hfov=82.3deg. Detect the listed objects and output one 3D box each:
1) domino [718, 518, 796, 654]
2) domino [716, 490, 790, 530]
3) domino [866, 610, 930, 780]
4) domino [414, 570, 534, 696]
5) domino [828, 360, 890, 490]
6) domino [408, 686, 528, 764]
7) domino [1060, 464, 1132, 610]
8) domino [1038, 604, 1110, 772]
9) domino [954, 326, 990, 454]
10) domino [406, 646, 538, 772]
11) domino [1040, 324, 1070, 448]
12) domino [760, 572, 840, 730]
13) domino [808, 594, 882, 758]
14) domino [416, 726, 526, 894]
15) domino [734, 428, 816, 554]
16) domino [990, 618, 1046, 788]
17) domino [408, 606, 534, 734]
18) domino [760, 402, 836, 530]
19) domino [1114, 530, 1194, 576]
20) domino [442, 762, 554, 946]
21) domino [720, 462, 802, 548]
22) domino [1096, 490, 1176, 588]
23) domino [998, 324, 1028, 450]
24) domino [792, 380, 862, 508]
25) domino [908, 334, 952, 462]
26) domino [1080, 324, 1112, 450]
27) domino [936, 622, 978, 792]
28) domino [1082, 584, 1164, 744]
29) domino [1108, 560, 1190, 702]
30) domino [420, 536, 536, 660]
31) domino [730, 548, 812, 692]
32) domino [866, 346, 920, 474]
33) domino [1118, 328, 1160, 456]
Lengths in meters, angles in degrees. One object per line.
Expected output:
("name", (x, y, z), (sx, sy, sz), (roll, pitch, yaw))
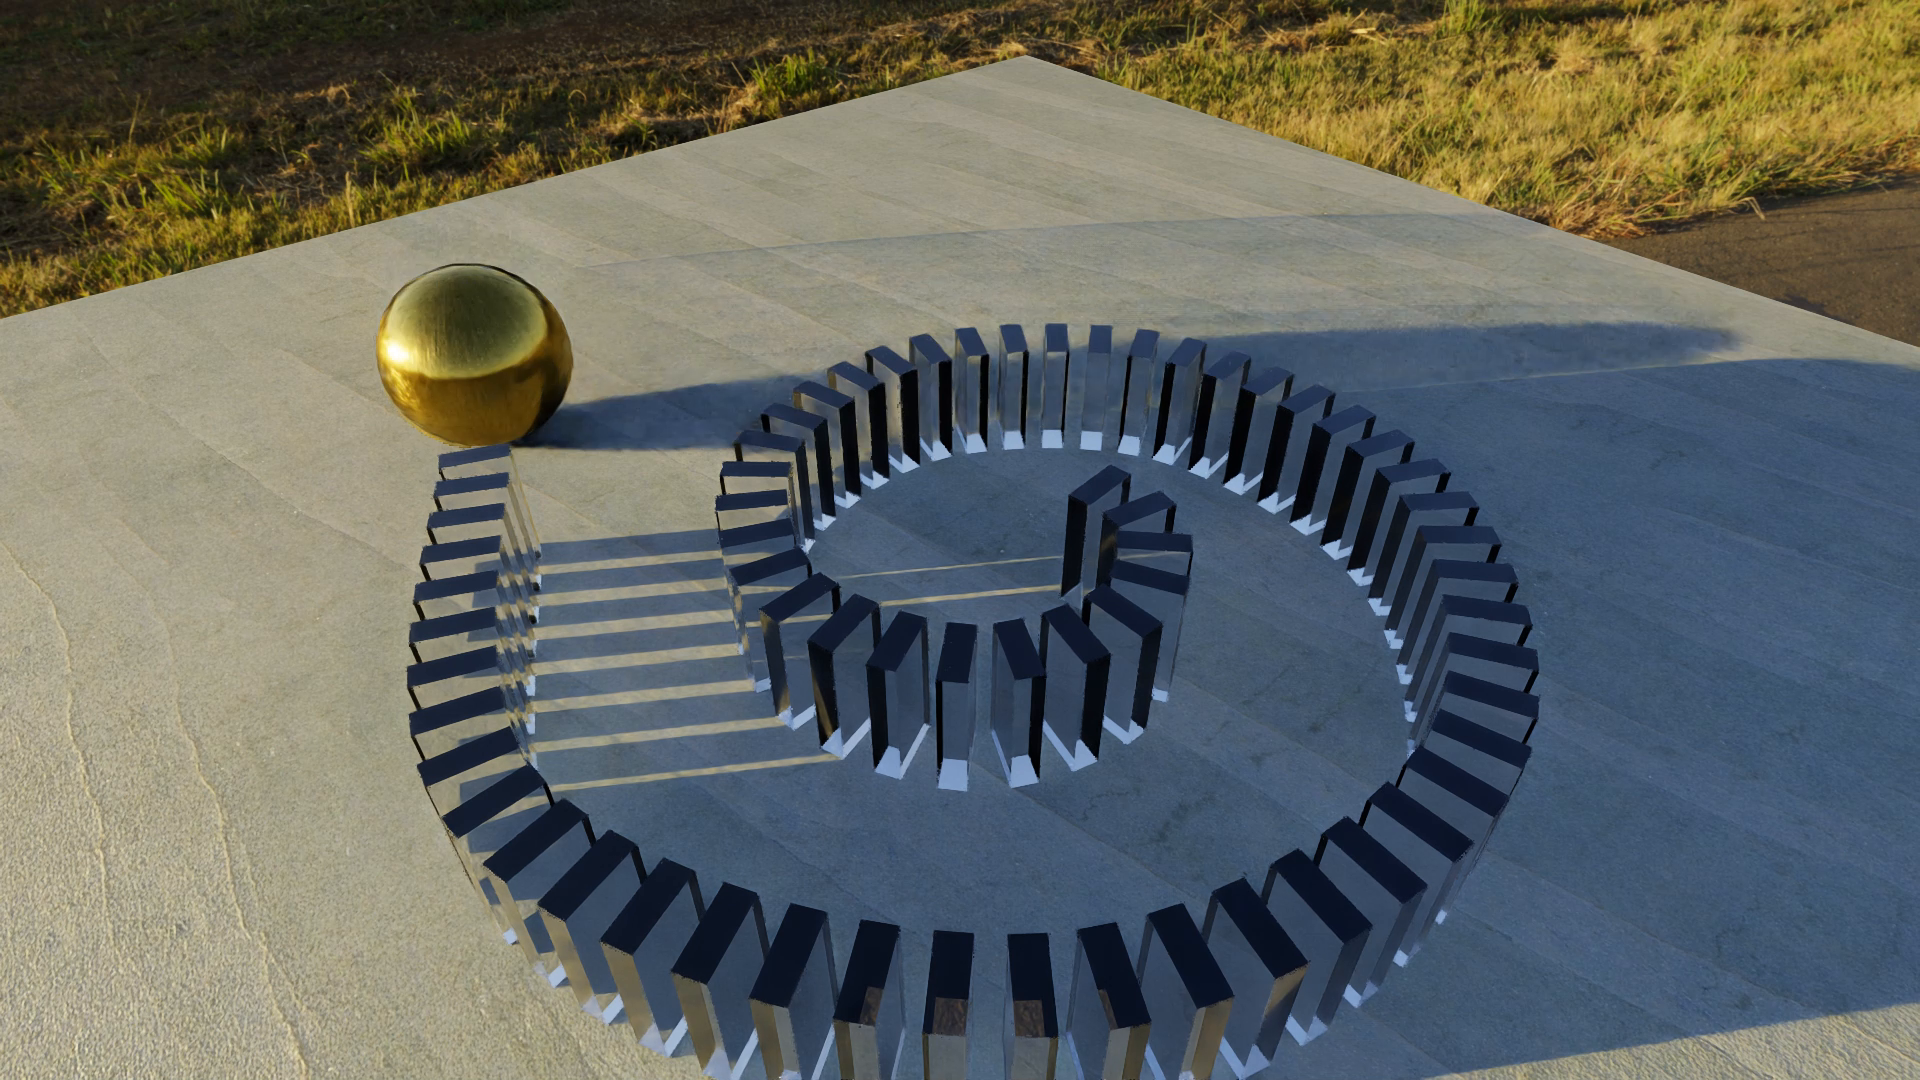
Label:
("domino", (-0.070, 0.017, 0.391), (0.025, 0.050, 0.009), (-11, 41, -13))
("domino", (-0.074, 0.005, 0.405), (0.025, 0.050, 0.009), (-6, 40, -7))
("domino", (-0.019, 0.050, 0.351), (0.009, 0.050, 0.025), (14, 41, 16))
("domino", (-0.162, 0.034, 0.370), (0.025, 0.050, 0.009), (-10, 40, -12))
("domino", (-0.043, -0.049, 0.471), (0.025, 0.050, 0.009), (31, 49, 32))
("domino", (-0.143, 0.068, 0.329), (0.025, 0.050, 0.009), (-17, 42, -19))
("domino", (0.051, -0.001, 0.412), (0.009, 0.050, 0.025), (30, 48, 31))
("domino", (0.035, 0.048, 0.353), (0.009, 0.050, 0.025), (-18, 43, -21))
("domino", (0.005, -0.067, 0.493), (0.009, 0.050, 0.025), (-8, 40, -10))
("domino", (-0.151, 0.057, 0.342), (0.025, 0.050, 0.009), (-14, 41, -16))
("domino", (0.042, -0.069, 0.496), (0.010, 0.050, 0.025), (1, 39, 1))
("domino", (-0.051, 0.037, 0.366), (0.009, 0.050, 0.025), (31, 49, 32))
("domino", (-0.036, 0.045, 0.357), (0.009, 0.050, 0.025), (21, 44, 24))
("domino", (-0.134, 0.078, 0.316), (0.025, 0.050, 0.009), (-22, 44, -25))
("domino", (-0.073, -0.019, 0.434), (0.025, 0.050, 0.010), (10, 40, 12))
("domino", (0.018, 0.052, 0.348), (0.009, 0.050, 0.025), (-9, 40, -11))
("domino", (-0.157, 0.046, 0.356), (0.025, 0.050, 0.009), (-12, 41, -14))
("domino", (-0.065, -0.030, 0.448), (0.025, 0.050, 0.009), (19, 43, 21))
("domino", (0.066, 0.020, 0.387), (0.025, 0.050, 0.010), (3, 39, 4))
("domino", (-0.122, 0.088, 0.305), (0.009, 0.050, 0.025), (32, 49, 33))
("domino", (-0.075, -0.007, 0.420), (0.025, 0.050, 0.009), (1, 39, 1))
("domino", (0.063, 0.008, 0.402), (0.025, 0.050, 0.010), (-20, 44, -23))
("domino", (0.024, -0.069, 0.495), (0.010, 0.050, 0.025), (-4, 39, -4))
("domino", (-0.055, -0.040, 0.460), (0.025, 0.050, 0.009), (25, 45, 27))
("domino", (-0.013, -0.063, 0.488), (0.009, 0.050, 0.025), (-16, 42, -19))
("domino", (0.061, -0.068, 0.495), (0.009, 0.050, 0.025), (5, 40, 6))
("domino", (-0.001, 0.053, 0.347), (0.009, 0.050, 0.025), (5, 40, 6))
("domino", (0.051, 0.041, 0.361), (0.009, 0.050, 0.025), (-29, 47, -31))
("domino", (0.062, 0.031, 0.373), (0.025, 0.050, 0.009), (14, 41, 16))
("domino", (-0.167, 0.022, 0.384), (0.025, 0.050, 0.009), (-9, 40, -11))
("domino", (-0.062, 0.028, 0.377), (0.025, 0.050, 0.009), (-19, 43, -21))
("domino", (-0.029, -0.057, 0.481), (0.009, 0.050, 0.025), (-26, 46, -28))
("domino", (0.080, -0.066, 0.492), (0.009, 0.050, 0.025), (11, 41, 13))
